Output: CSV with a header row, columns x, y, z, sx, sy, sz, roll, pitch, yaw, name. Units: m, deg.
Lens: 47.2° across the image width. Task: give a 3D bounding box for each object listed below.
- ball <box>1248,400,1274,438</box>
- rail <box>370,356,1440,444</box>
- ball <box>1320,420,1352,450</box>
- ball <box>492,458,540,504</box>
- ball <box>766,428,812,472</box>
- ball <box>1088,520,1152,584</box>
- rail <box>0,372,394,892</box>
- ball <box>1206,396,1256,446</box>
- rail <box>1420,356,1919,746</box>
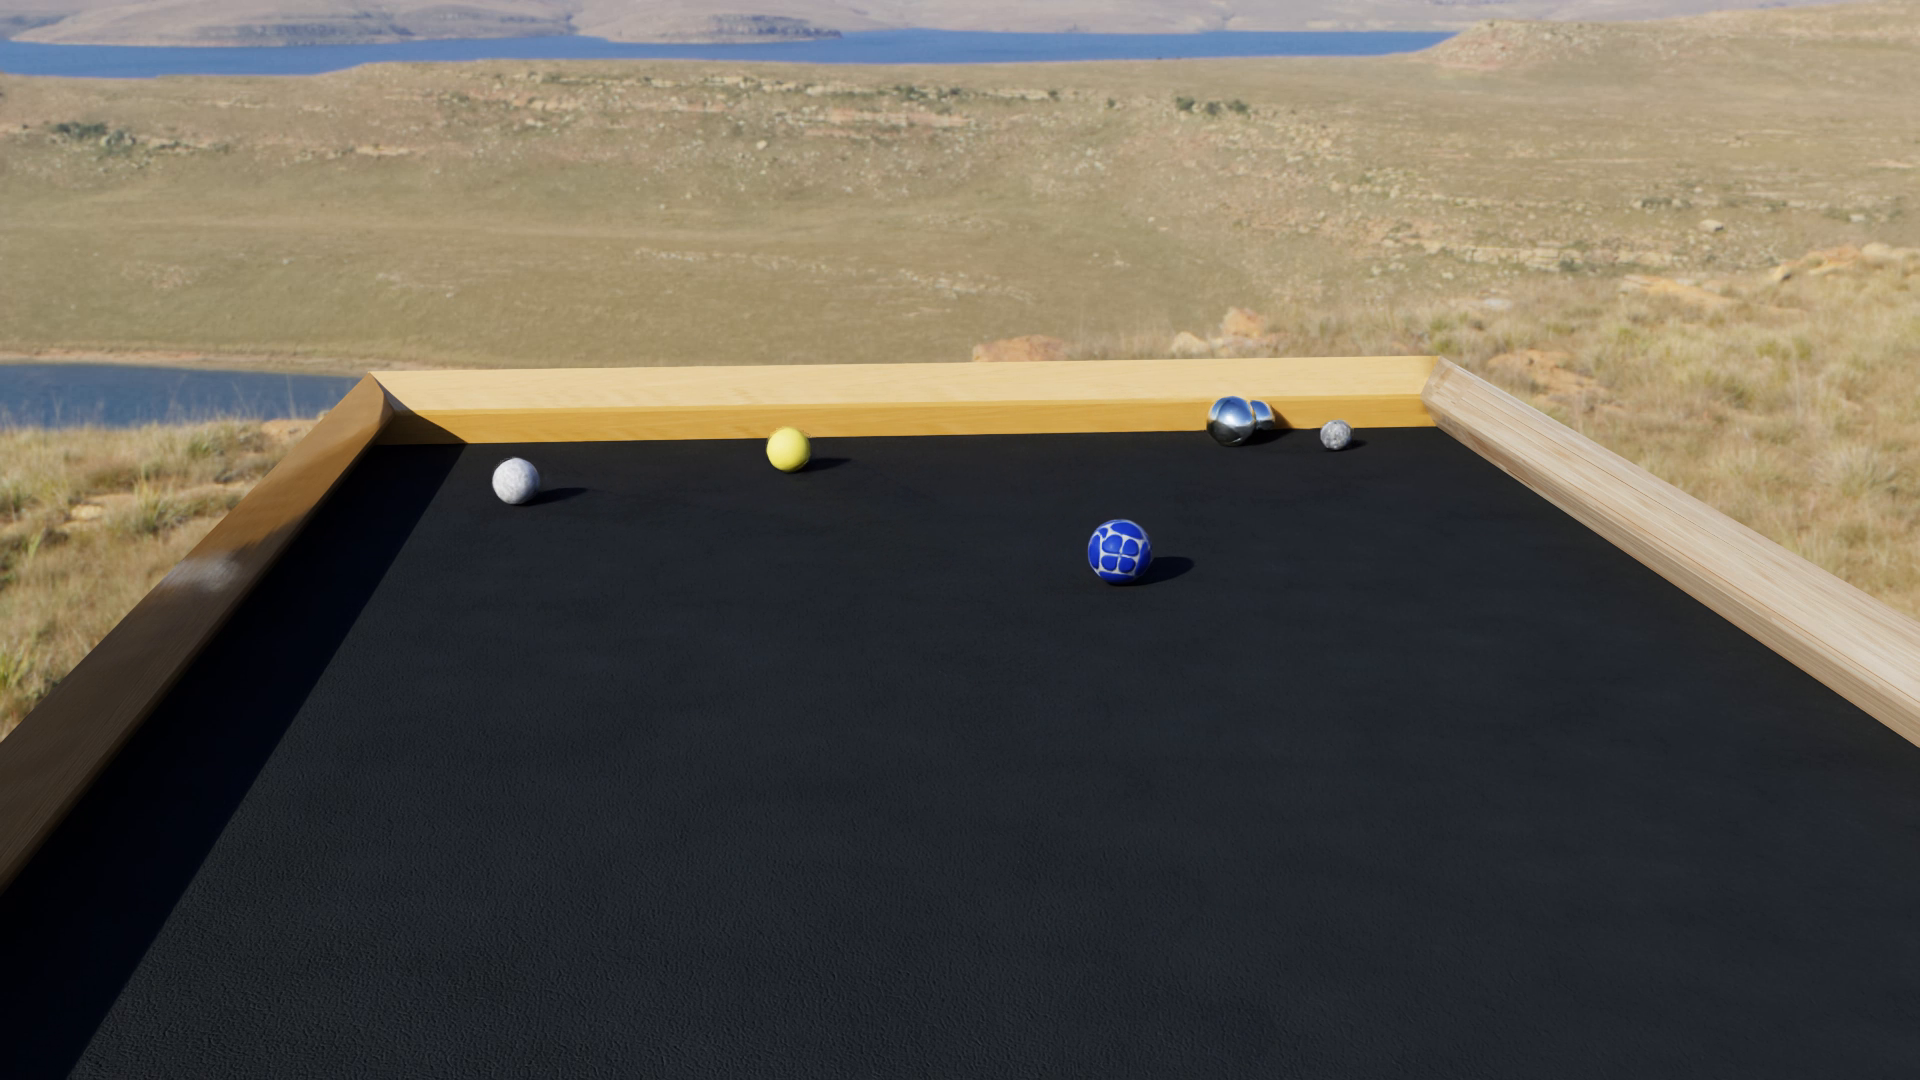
x,y,z,sx,sy,sz,roll,pitch,yaw,name
0.486,-0.201,3.637,0.064,0.064,0.064,0,14,0,ball
-0.071,-0.228,3.625,1.775,0.119,0.045,-1,14,-5,rail
0.606,-0.169,3.540,0.050,0.050,0.050,0,14,0,ball
-0.641,-0.084,3.174,0.067,0.067,0.067,0,14,0,ball
-0.263,-0.138,3.384,0.068,0.068,0.068,0,14,0,ball
0.201,0.015,2.756,0.082,0.082,0.082,0,14,0,ball
-0.787,0.201,1.950,0.045,0.119,3.369,-1,14,-5,rail
0.441,-0.194,3.573,0.082,0.082,0.082,0,14,0,ball
0.934,0.164,2.095,0.045,0.119,3.369,-1,14,-5,rail
